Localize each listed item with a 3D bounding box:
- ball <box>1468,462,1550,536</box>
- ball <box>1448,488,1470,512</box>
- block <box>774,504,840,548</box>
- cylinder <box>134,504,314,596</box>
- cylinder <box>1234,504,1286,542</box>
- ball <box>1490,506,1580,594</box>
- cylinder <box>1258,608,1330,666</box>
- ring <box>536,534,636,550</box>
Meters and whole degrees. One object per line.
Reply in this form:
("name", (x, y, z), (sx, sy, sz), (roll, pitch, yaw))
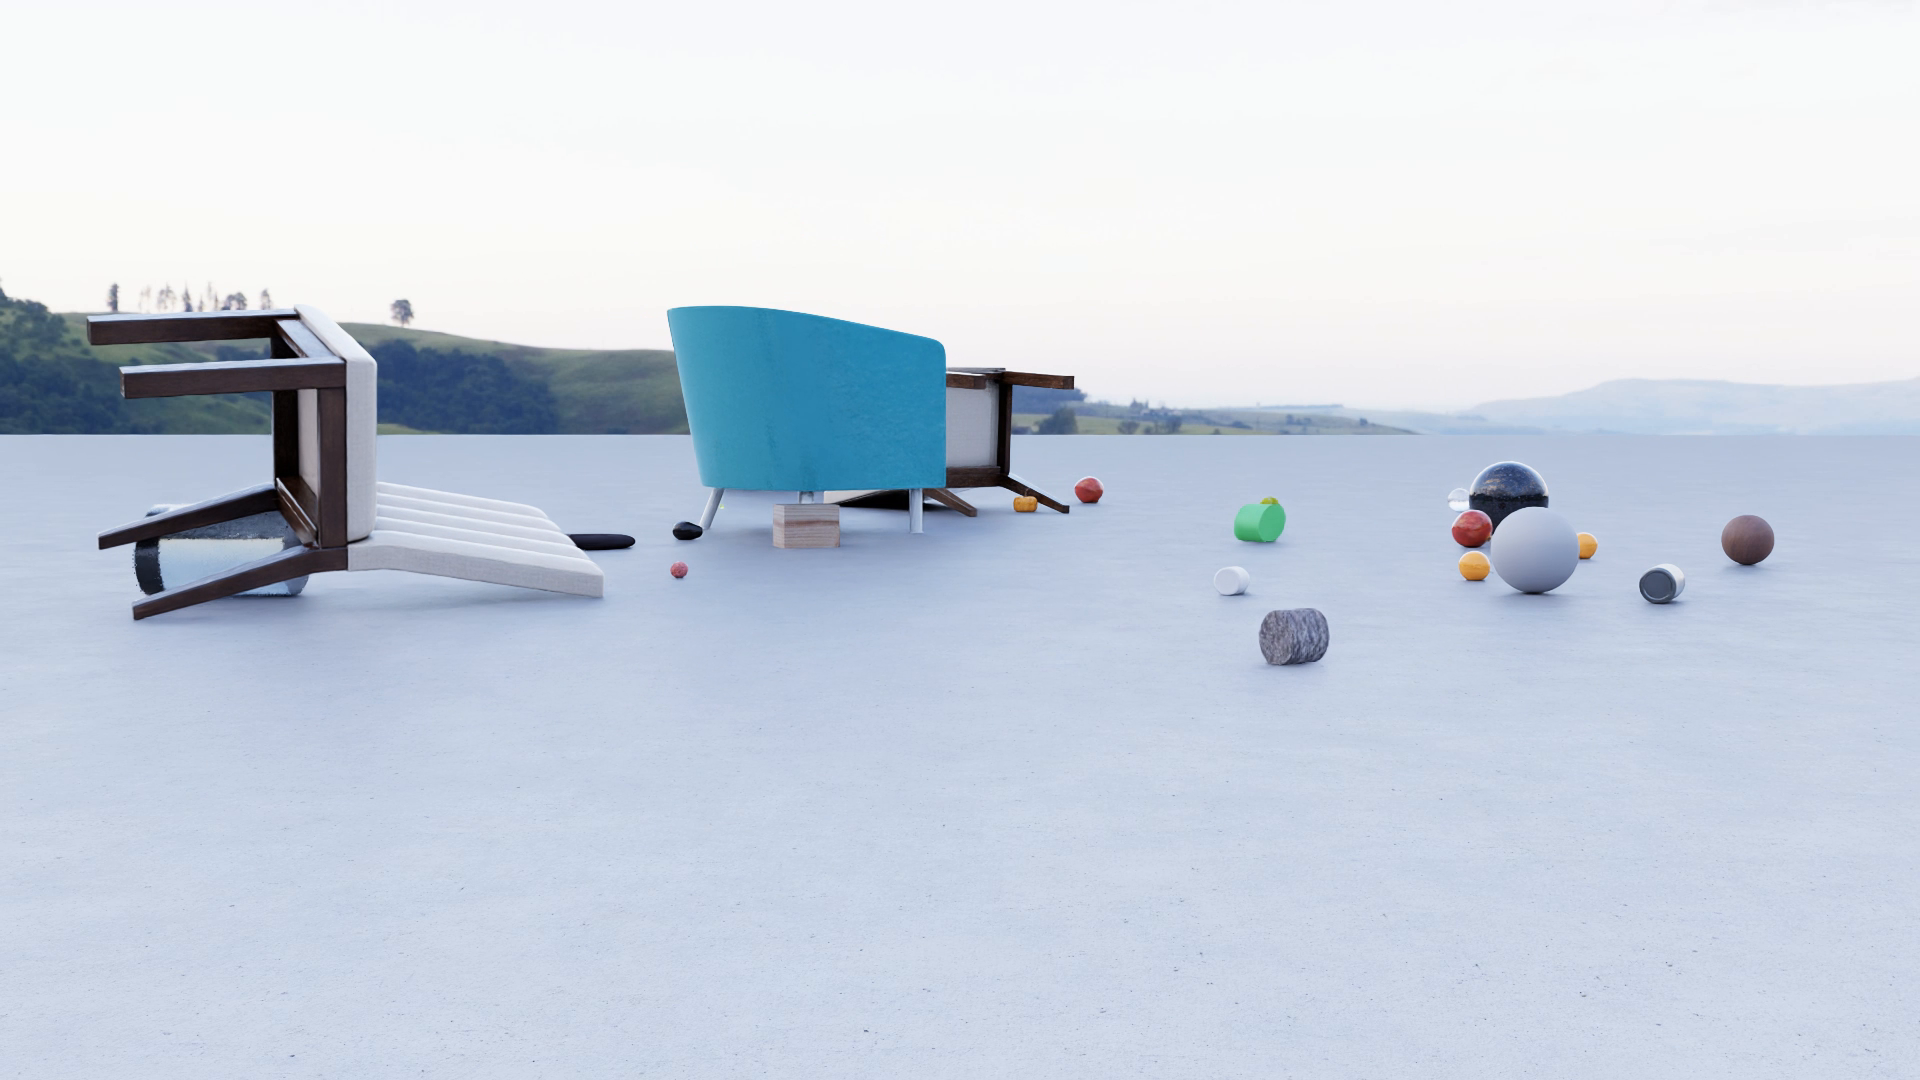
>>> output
("ball", (1.635, -0.118, 6.553), (0.234, 0.234, 0.234), (0, 4, 0))
("ball", (1.827, -0.145, 8.038), (0.085, 0.085, 0.085), (0, 4, 0))
("block", (-0.439, -0.041, 6.275), (0.162, 0.119, 0.116), (-1, 4, -21))
("cylinder", (-1.602, 0.022, 4.807), (0.308, 0.191, 0.289), (0, 14, -3))
("cylinder", (0.883, -0.051, 6.478), (0.084, 0.106, 0.154), (3, 22, 39))
("ball", (1.264, 0.022, 4.835), (0.191, 0.191, 0.191), (0, 4, 0))
("cylinder", (0.546, 0.157, 3.597), (0.082, 0.090, 0.080), (-3, 14, -37))
("ring", (-1.051, 0.006, 6.182), (0.285, 0.040, 0.152), (-1, 5, -25))
